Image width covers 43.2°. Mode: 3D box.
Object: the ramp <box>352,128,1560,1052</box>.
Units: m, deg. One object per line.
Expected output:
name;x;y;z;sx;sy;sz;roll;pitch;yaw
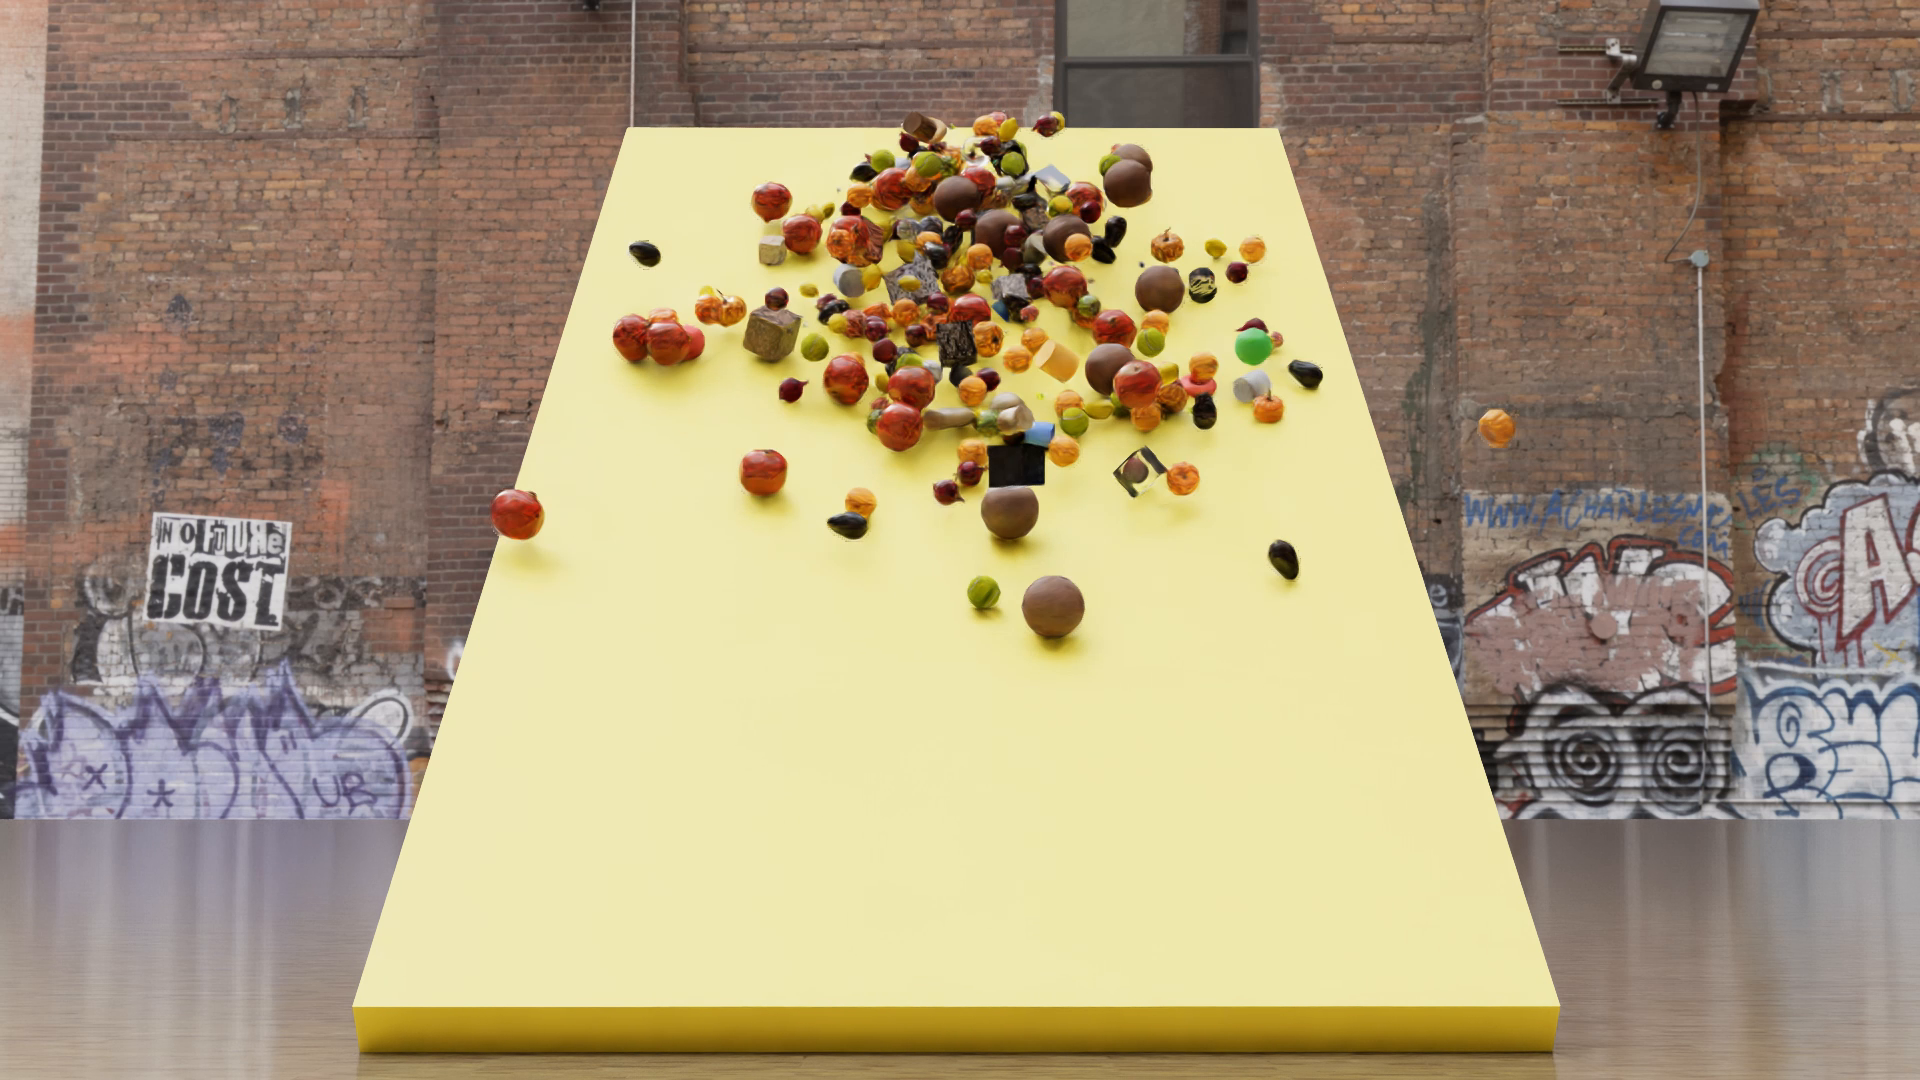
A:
ramp;-0.014;-0.204;5.762;2.000;0.100;4.000;0;31;0

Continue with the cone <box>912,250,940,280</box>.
cone;-0.107;-0.729;6.417;0.088;0.088;0.088;-14;-16;-4

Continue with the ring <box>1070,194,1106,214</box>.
ring;0.365;-0.957;6.903;0.106;0.035;0.106;0;31;0

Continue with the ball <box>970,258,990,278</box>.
ball;0.053;-0.727;6.492;0.056;0.056;0.056;0;-6;0

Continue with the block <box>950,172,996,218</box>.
block;0.038;-0.976;6.870;0.092;0.092;0.092;19;33;32

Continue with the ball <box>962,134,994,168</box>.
ball;0.050;-1.115;6.956;0.092;0.092;0.092;0;-6;0

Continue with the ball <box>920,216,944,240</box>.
ball;-0.080;-0.857;6.675;0.068;0.068;0.068;0;-6;0

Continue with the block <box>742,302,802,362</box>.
block;-0.469;-0.520;6.062;0.098;0.098;0.098;25;31;16

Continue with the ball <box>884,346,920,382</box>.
ball;-0.140;-0.431;5.958;0.089;0.089;0.089;0;-6;0

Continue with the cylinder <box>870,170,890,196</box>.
cylinder;-0.223;-1.027;6.984;0.055;0.055;0.055;-47;19;-28

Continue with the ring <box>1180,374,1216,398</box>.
ring;0.582;-0.378;5.932;0.093;0.031;0.093;0;32;0

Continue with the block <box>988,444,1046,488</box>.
block;0.119;-0.156;5.121;0.086;0.086;0.086;-2;0;32

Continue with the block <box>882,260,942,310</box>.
block;-0.124;-0.660;6.278;0.093;0.093;0.093;-14;-5;-38

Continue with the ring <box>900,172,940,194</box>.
ring;-0.113;-1.006;6.832;0.115;0.038;0.115;16;9;-2

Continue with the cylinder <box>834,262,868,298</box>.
cylinder;-0.287;-0.680;6.347;0.078;0.078;0.078;2;17;-14

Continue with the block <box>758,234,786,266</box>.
block;-0.510;-0.787;6.586;0.060;0.060;0.060;7;31;12

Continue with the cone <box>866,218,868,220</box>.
cone;-0.289;-0.862;6.742;0.070;0.070;0.070;4;0;-32

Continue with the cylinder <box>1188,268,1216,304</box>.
cylinder;0.637;-0.671;6.386;0.072;0.072;0.072;-1;31;5

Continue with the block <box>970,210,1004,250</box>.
block;0.075;-0.855;6.683;0.082;0.082;0.082;4;31;6

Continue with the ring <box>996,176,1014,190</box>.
ring;0.114;-1.014;6.905;0.081;0.027;0.081;-20;13;5

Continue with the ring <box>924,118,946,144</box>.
ring;-0.083;-1.198;7.107;0.089;0.089;0.030;-1;-30;8

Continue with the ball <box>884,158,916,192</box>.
ball;-0.171;-1.044;6.927;0.096;0.096;0.096;0;-6;0

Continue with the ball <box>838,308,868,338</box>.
ball;-0.271;-0.551;6.175;0.075;0.075;0.075;0;-6;0

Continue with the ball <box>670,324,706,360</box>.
ball;-0.682;-0.494;6.061;0.090;0.090;0.090;0;-6;0

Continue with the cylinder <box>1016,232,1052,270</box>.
cylinder;0.199;-0.775;6.524;0.072;0.072;0.072;5;-38;-38

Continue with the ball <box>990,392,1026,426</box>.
ball;0.113;-0.306;5.741;0.088;0.088;0.088;0;-6;0

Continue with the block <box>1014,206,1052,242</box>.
block;0.201;-0.873;6.695;0.064;0.064;0.064;-19;-14;-23

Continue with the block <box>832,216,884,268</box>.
block;-0.274;-0.796;6.501;0.096;0.096;0.096;-12;-25;37

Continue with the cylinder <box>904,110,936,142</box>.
cylinder;-0.113;-1.163;6.823;0.067;0.067;0.067;-5;-18;39

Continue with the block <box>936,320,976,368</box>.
block;-0.009;-0.478;5.924;0.089;0.089;0.089;-7;-10;-1

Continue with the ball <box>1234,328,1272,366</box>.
ball;0.700;-0.461;5.783;0.089;0.089;0.089;0;-6;0

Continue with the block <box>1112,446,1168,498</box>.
block;0.402;-0.152;5.415;0.075;0.075;0.075;-44;-7;28

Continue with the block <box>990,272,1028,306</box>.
block;0.129;-0.649;6.321;0.069;0.069;0.069;-11;-7;-20

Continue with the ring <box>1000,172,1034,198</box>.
ring;0.172;-1.015;6.952;0.121;0.040;0.121;-27;9;5

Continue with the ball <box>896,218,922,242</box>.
ball;-0.138;-0.847;6.636;0.068;0.068;0.068;0;-6;0

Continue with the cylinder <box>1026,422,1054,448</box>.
cylinder;0.187;-0.246;5.677;0.060;0.060;0.060;6;-6;8

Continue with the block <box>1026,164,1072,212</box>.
block;0.250;-1.000;6.892;0.082;0.082;0.082;-35;-20;-35

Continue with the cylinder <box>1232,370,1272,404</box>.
cylinder;0.709;-0.374;5.889;0.066;0.066;0.066;-26;11;-37

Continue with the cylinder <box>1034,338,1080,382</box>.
cylinder;0.235;-0.432;5.844;0.078;0.078;0.078;30;-19;-24

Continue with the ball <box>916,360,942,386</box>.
ball;-0.073;-0.401;5.844;0.065;0.065;0.065;0;-6;0

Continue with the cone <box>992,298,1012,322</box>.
cone;0.116;-0.585;6.272;0.057;0.057;0.057;-16;-16;-5

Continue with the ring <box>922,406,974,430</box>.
ring;-0.029;-0.289;5.739;0.126;0.042;0.126;-6;8;1

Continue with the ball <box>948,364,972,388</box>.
ball;0.002;-0.401;5.940;0.058;0.058;0.058;0;-6;0

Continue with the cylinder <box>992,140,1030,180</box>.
cylinder;0.141;-1.096;7.017;0.092;0.092;0.092;-23;22;10
